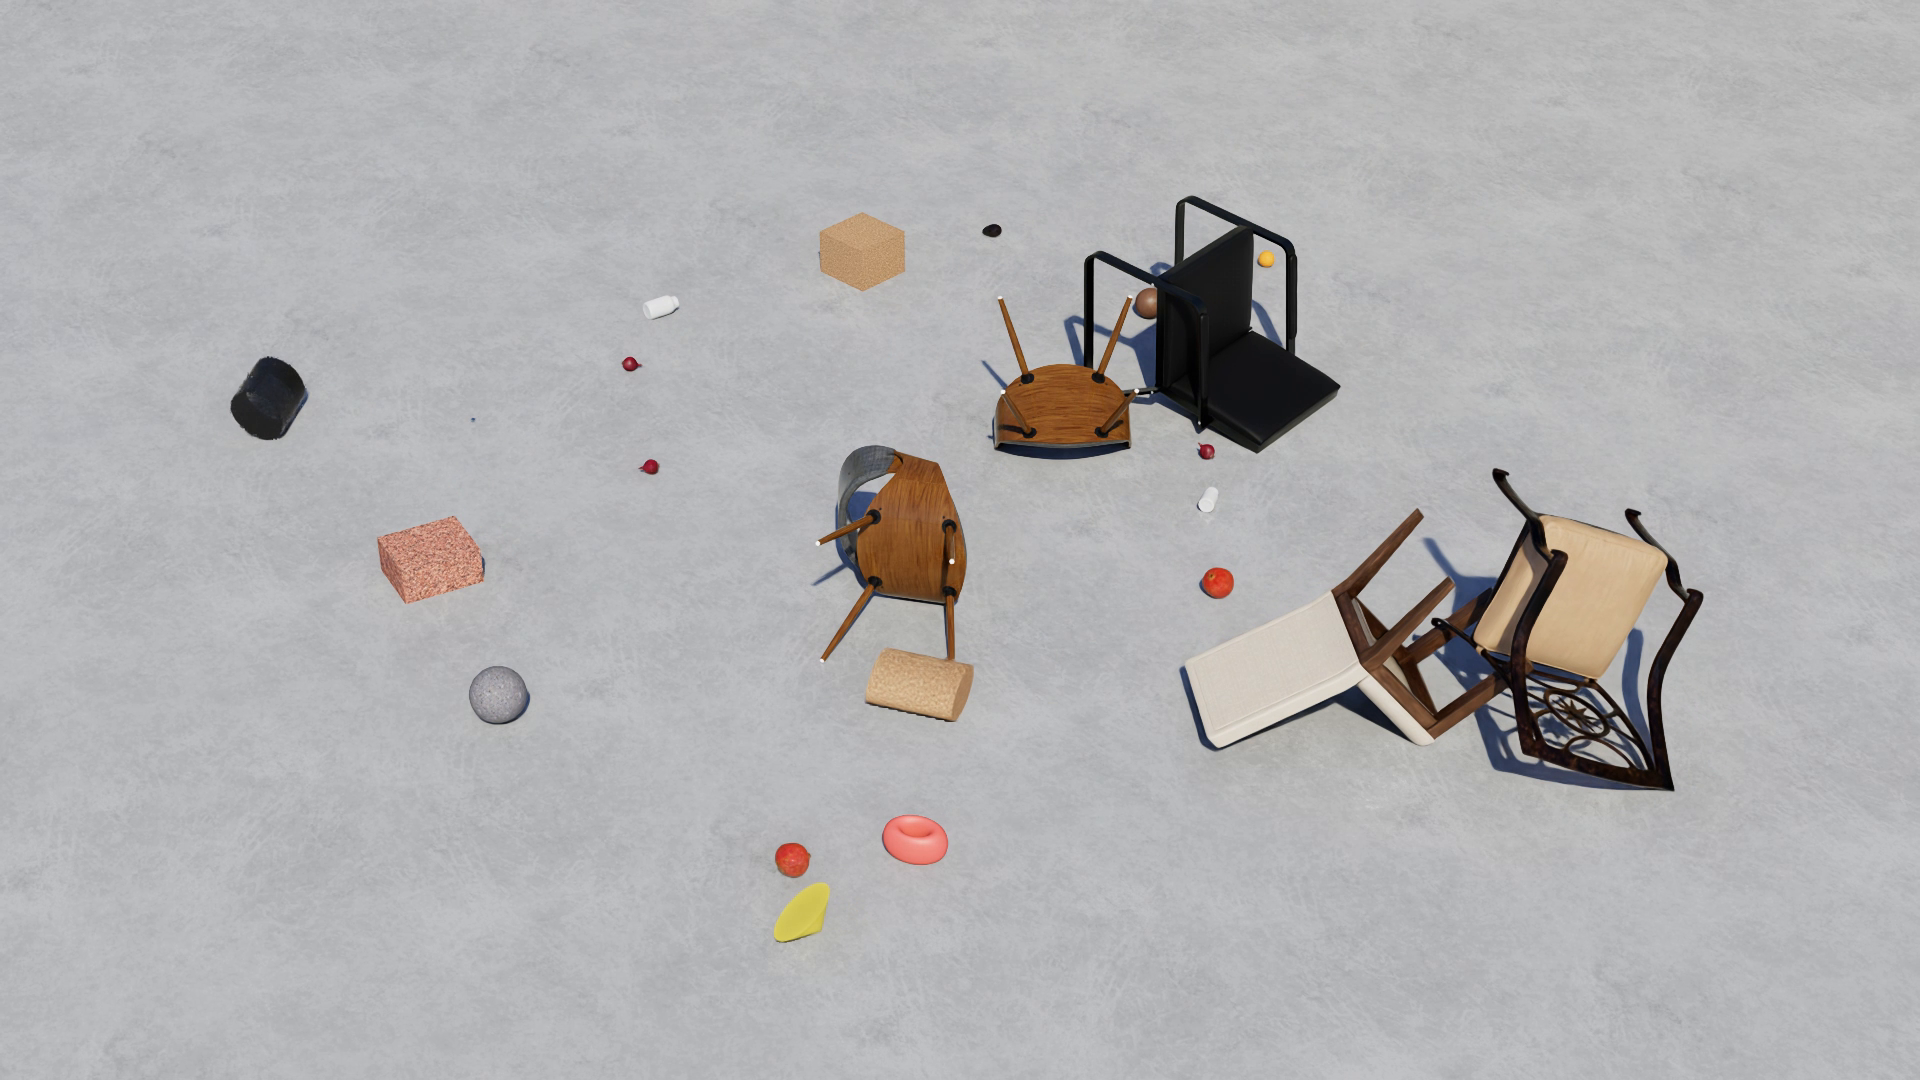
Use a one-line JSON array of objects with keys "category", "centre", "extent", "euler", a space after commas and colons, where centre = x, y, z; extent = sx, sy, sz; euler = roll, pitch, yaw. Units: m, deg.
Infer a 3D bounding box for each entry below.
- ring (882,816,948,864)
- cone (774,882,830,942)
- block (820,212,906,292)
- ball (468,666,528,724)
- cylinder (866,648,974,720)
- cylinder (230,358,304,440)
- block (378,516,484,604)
[{"category": "ring", "centre": [-0.143, 0.960, 9.388], "extent": [0.217, 0.111, 0.150], "euler": [12, 38, 14]}, {"category": "cone", "centre": [-0.460, 1.181, 9.086], "extent": [0.223, 0.094, 0.233], "euler": [-6, 43, 55]}, {"category": "block", "centre": [-0.421, -1.245, 12.658], "extent": [0.262, 0.194, 0.255], "euler": [28, 43, 36]}, {"category": "ball", "centre": [-1.570, 0.525, 9.969], "extent": [0.196, 0.196, 0.196], "euler": [0, 33, 0]}, {"category": "cylinder", "centre": [-0.137, 0.494, 10.064], "extent": [0.312, 0.141, 0.235], "euler": [11, 47, 16]}, {"category": "cylinder", "centre": [-2.736, -0.560, 11.598], "extent": [0.182, 0.235, 0.274], "euler": [-30, 24, 25]}, {"category": "block", "centre": [-1.933, 0.071, 10.707], "extent": [0.301, 0.142, 0.258], "euler": [-17, 37, -24]}]
